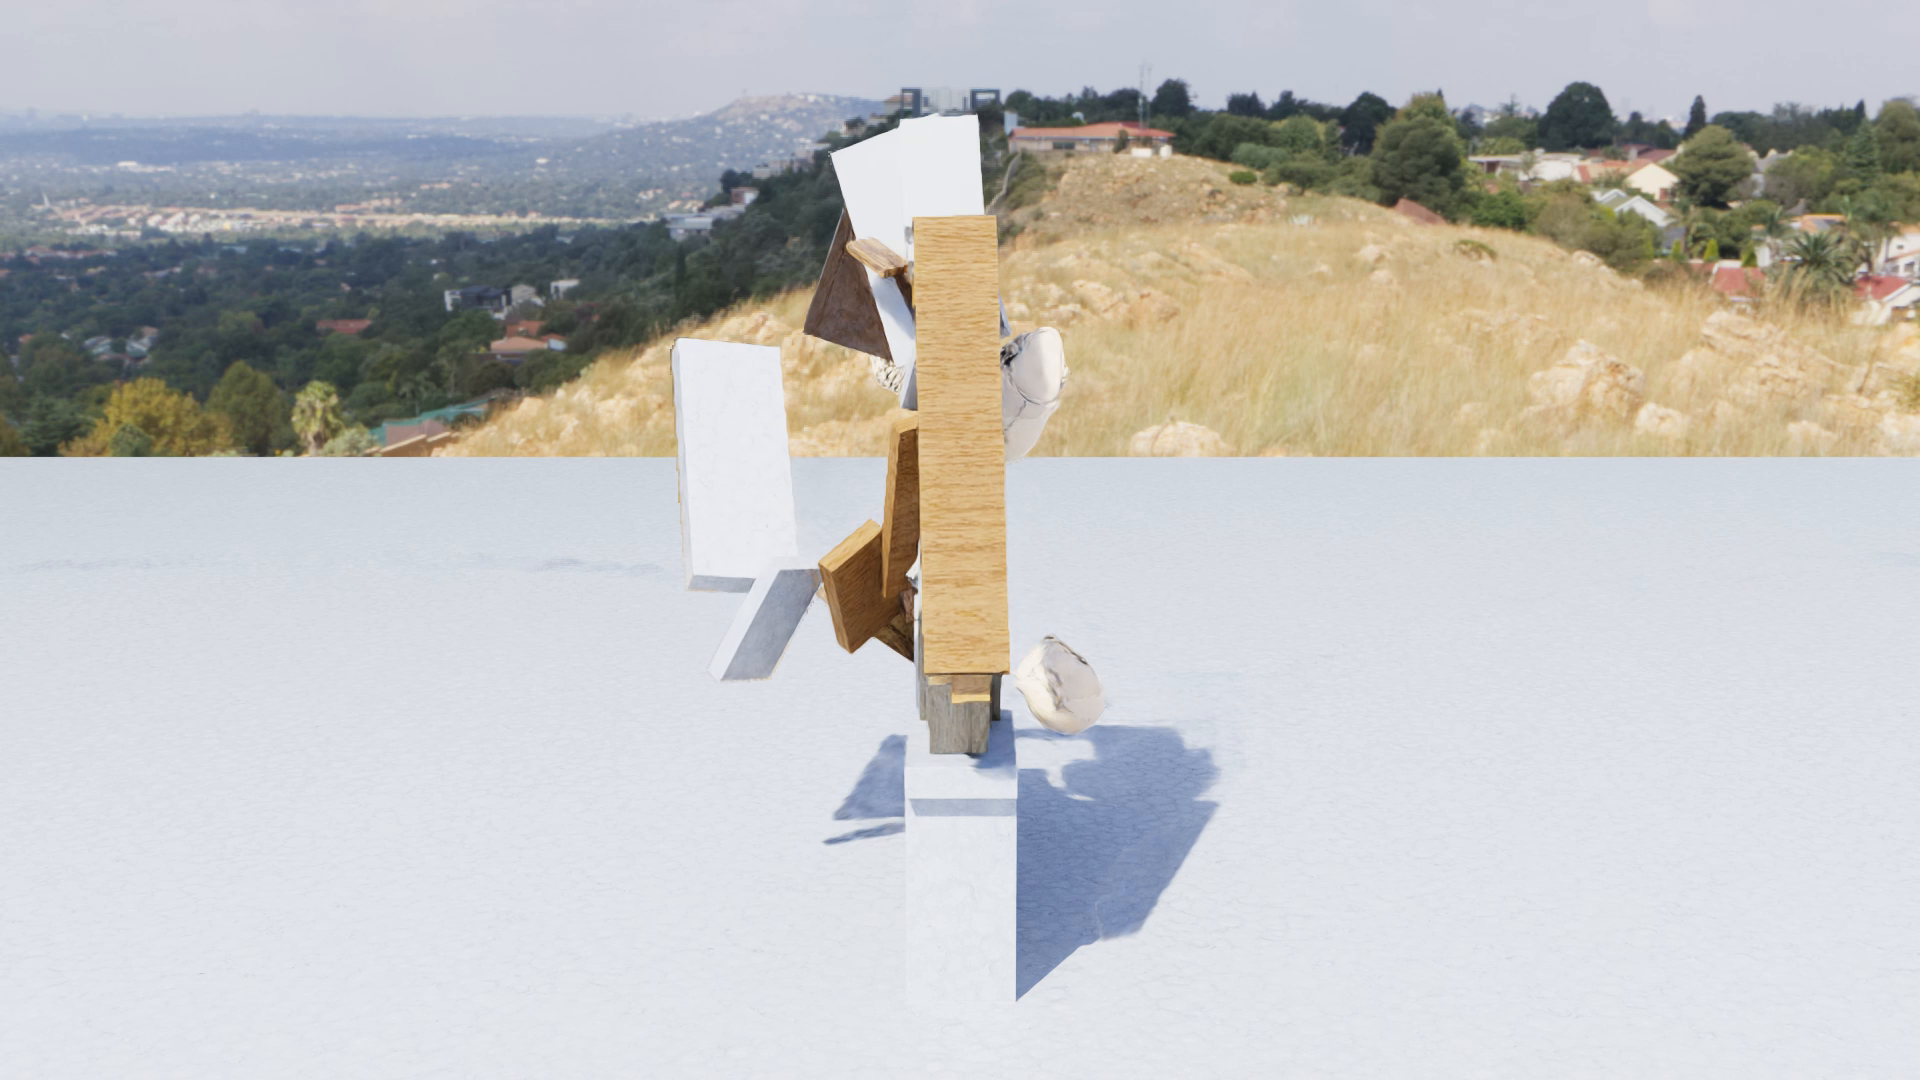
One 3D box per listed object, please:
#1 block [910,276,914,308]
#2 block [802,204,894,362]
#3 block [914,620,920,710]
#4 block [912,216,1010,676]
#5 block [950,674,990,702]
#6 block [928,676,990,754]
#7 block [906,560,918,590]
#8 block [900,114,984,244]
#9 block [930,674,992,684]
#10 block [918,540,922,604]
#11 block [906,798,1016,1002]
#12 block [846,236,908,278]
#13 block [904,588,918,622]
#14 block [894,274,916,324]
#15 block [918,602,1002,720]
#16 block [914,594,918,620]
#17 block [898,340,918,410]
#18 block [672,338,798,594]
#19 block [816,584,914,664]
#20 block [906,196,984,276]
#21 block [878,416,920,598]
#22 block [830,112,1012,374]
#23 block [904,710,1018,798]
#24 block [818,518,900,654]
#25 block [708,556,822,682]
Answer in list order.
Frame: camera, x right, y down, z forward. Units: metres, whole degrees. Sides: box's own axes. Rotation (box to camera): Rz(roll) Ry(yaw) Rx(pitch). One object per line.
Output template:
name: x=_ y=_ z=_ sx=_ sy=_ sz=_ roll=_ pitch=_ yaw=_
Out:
block: x=-0.018 y=-0.361 z=3.161 sx=0.107 sy=0.030 sz=0.213 roll=0 pitch=12 yaw=-2
block: x=-0.126 y=-0.462 z=3.626 sx=0.177 sy=0.355 sz=0.050 roll=17 pitch=42 yaw=-7
block: x=-0.004 y=0.234 z=3.560 sx=0.134 sy=0.268 sz=0.038 roll=0 pitch=46 yaw=0
block: x=0.001 y=-0.133 z=3.001 sx=0.115 sy=0.633 sz=0.033 roll=-1 pitch=-9 yaw=-2
block: x=0.012 y=0.166 z=2.984 sx=0.053 sy=0.105 sz=0.015 roll=-3 pitch=-5 yaw=-5
block: x=-0.001 y=0.246 z=3.127 sx=0.086 sy=0.171 sz=0.024 roll=0 pitch=50 yaw=0
block: x=-0.047 y=0.031 z=3.487 sx=0.013 sy=0.095 sz=0.047 roll=29 pitch=-16 yaw=25
block: x=-0.026 y=-0.531 z=3.222 sx=0.115 sy=0.033 sz=0.230 roll=-3 pitch=52 yaw=0
block: x=0.000 y=0.156 z=3.103 sx=0.086 sy=0.024 sz=0.171 roll=0 pitch=21 yaw=0
block: x=0.000 y=0.046 z=3.271 sx=0.123 sy=0.035 sz=0.247 roll=0 pitch=14 yaw=-1
block: x=0.002 y=0.514 z=3.204 sx=0.159 sy=0.319 sz=0.045 roll=0 pitch=10 yaw=0
block: x=-0.121 y=-0.418 z=3.249 sx=0.048 sy=0.014 sz=0.096 roll=-18 pitch=42 yaw=-35
block: x=-0.080 y=0.089 z=3.626 sx=0.015 sy=0.052 sz=0.103 roll=-5 pitch=23 yaw=4
block: x=-0.055 y=-0.355 z=3.299 sx=0.048 sy=0.135 sz=0.014 roll=-25 pitch=-12 yaw=6
block: x=0.000 y=0.177 z=3.291 sx=0.123 sy=0.247 sz=0.035 roll=0 pitch=45 yaw=0
block: x=-0.003 y=0.116 z=3.562 sx=0.134 sy=0.038 sz=0.268 roll=0 pitch=-5 yaw=0
block: x=-0.027 y=-0.268 z=3.285 sx=0.090 sy=0.179 sz=0.025 roll=3 pitch=43 yaw=-17
block: x=-0.376 y=-0.126 z=3.671 sx=0.177 sy=0.461 sz=0.050 roll=4 pitch=-31 yaw=-19
block: x=-0.119 y=0.111 z=3.717 sx=0.032 sy=0.113 sz=0.409 roll=37 pitch=-2 yaw=26
block: x=-0.023 y=-0.479 z=3.233 sx=0.115 sy=0.033 sz=0.230 roll=-1 pitch=50 yaw=-4
block: x=-0.073 y=-0.055 z=3.429 sx=0.090 sy=0.351 sz=0.025 roll=-19 pitch=49 yaw=-24
block: x=-0.059 y=-0.451 z=3.349 sx=0.177 sy=0.355 sz=0.050 roll=-19 pitch=-10 yaw=11
block: x=0.002 y=0.316 z=3.276 sx=0.159 sy=0.045 sz=0.319 roll=0 pitch=11 yaw=0
block: x=-0.160 y=0.077 z=3.534 sx=0.113 sy=0.227 sz=0.032 roll=-40 pitch=58 yaw=-22
block: x=-0.309 y=0.128 z=3.542 sx=0.113 sy=0.227 sz=0.032 roll=0 pitch=37 yaw=-51
